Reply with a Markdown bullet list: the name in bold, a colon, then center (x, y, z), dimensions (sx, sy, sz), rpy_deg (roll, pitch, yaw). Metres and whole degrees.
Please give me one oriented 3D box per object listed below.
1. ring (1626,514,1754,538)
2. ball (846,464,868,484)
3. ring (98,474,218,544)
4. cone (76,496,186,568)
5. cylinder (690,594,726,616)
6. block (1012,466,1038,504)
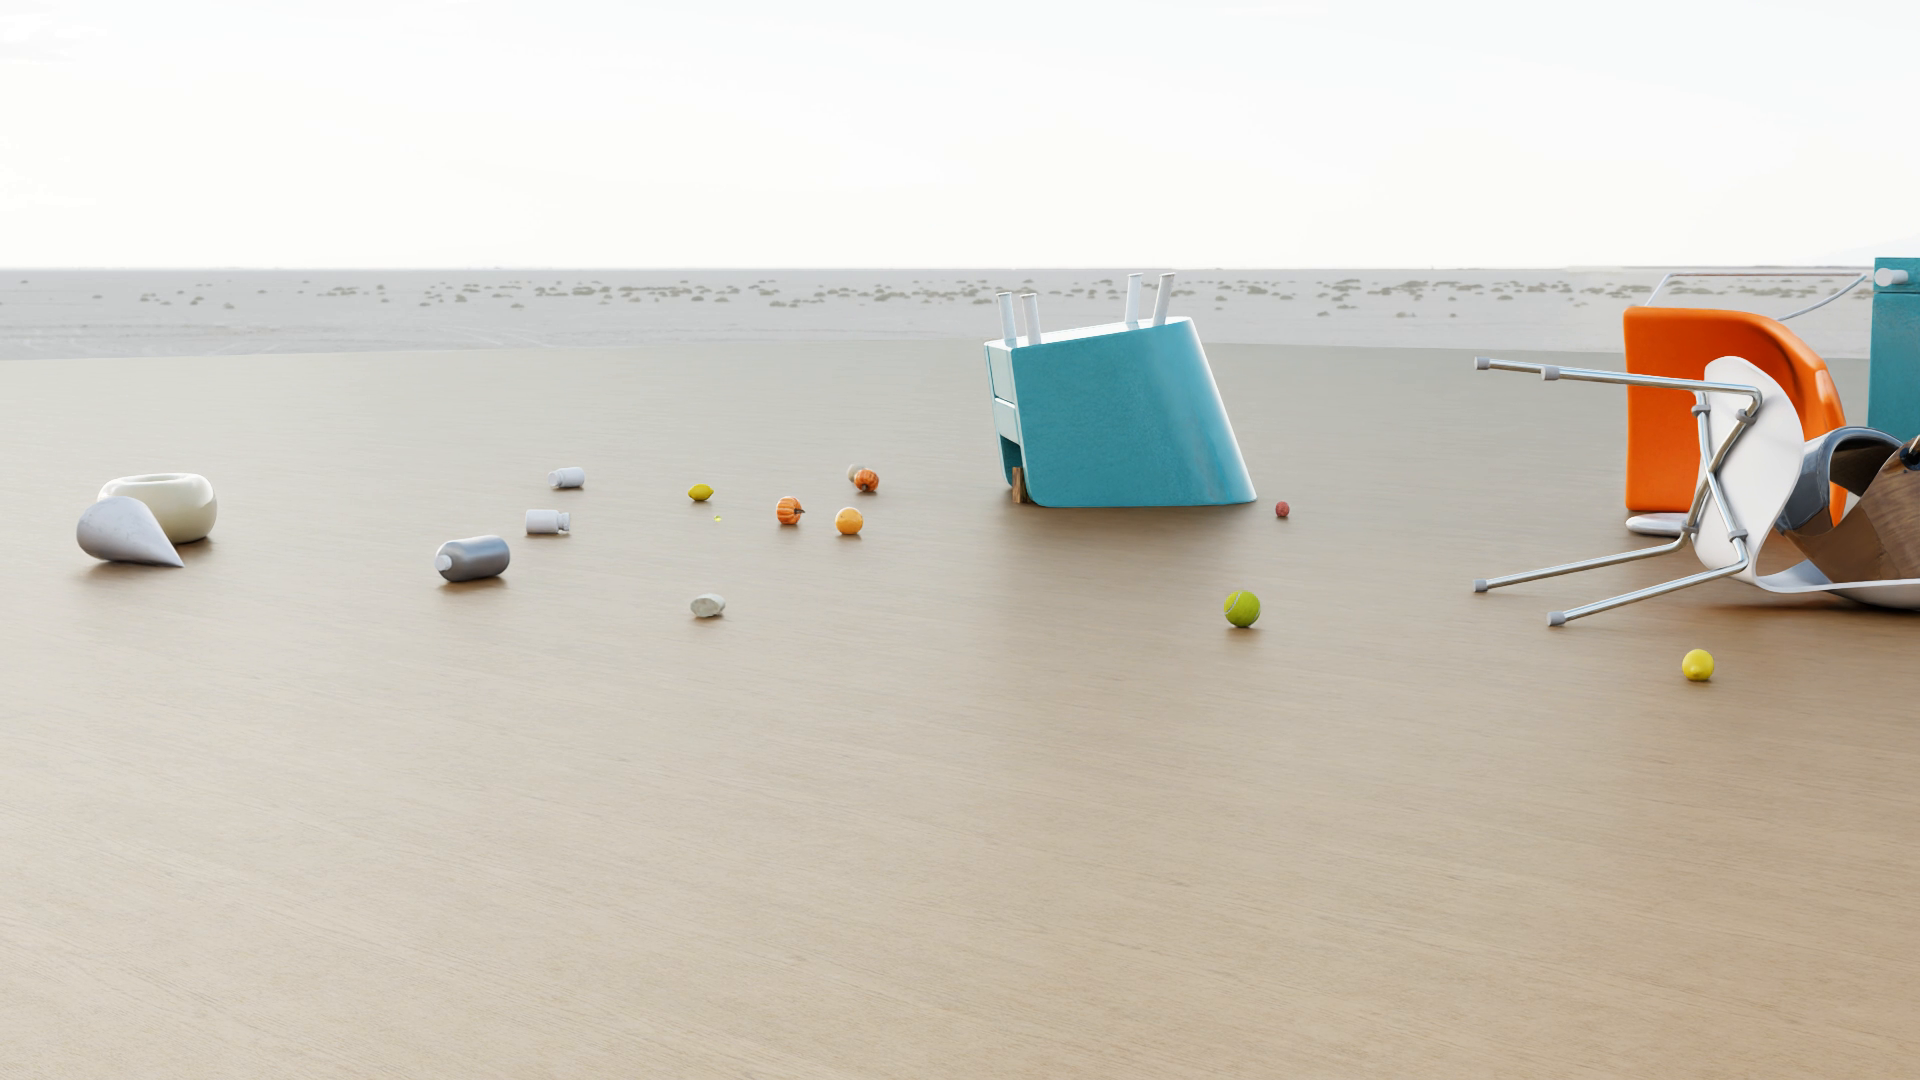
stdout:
- **ring**: center (1.866, -0.038, 6.560), dimensions (0.322, 0.045, 0.315), rpy_deg (-4, 7, -37)
- **ball**: center (-0.327, -0.211, 8.147), dimensions (0.064, 0.064, 0.064), rpy_deg (0, 6, 0)
- **ring**: center (-2.005, -0.077, 6.409), dimensions (0.284, 0.158, 0.497), rpy_deg (-3, 5, -8)
- **cone**: center (-1.850, 0.018, 5.862), dimensions (0.234, 0.158, 0.238), rpy_deg (25, 5, 26)
- **cylinder**: center (-0.492, 0.127, 4.998), dimensions (0.059, 0.037, 0.071), rpy_deg (5, 6, 3)
- **block**: center (0.192, -0.161, 7.481), dimensions (0.066, 0.102, 0.038), rpy_deg (-4, 7, -33)
